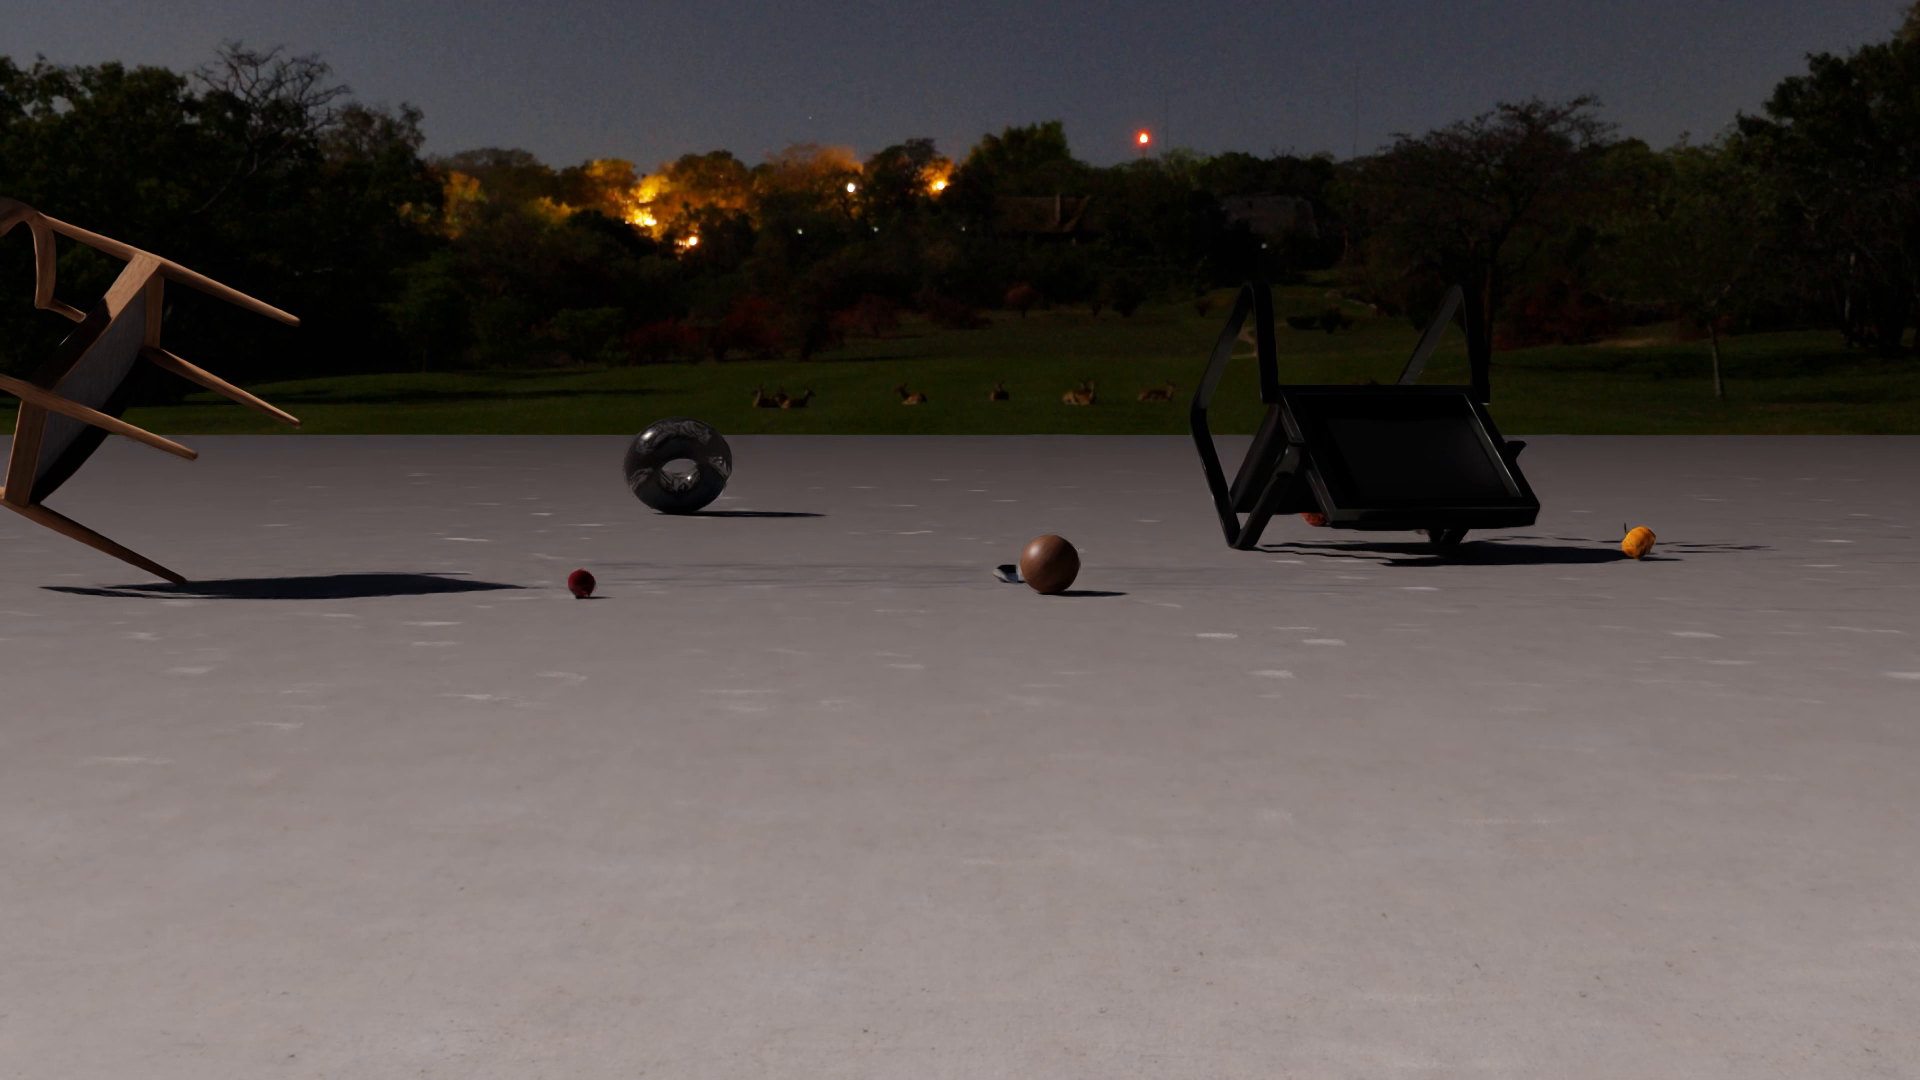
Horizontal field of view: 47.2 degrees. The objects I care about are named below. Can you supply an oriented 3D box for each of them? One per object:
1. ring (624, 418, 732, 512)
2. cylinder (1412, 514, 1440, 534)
[{"bbox_3d":[-1.012,-0.267,7.912,0.387,0.402,0.165,-10,46,-7],"label":"ring"},{"bbox_3d":[1.438,-0.049,6.791,0.045,0.060,0.075,-7,24,-42],"label":"cylinder"}]
